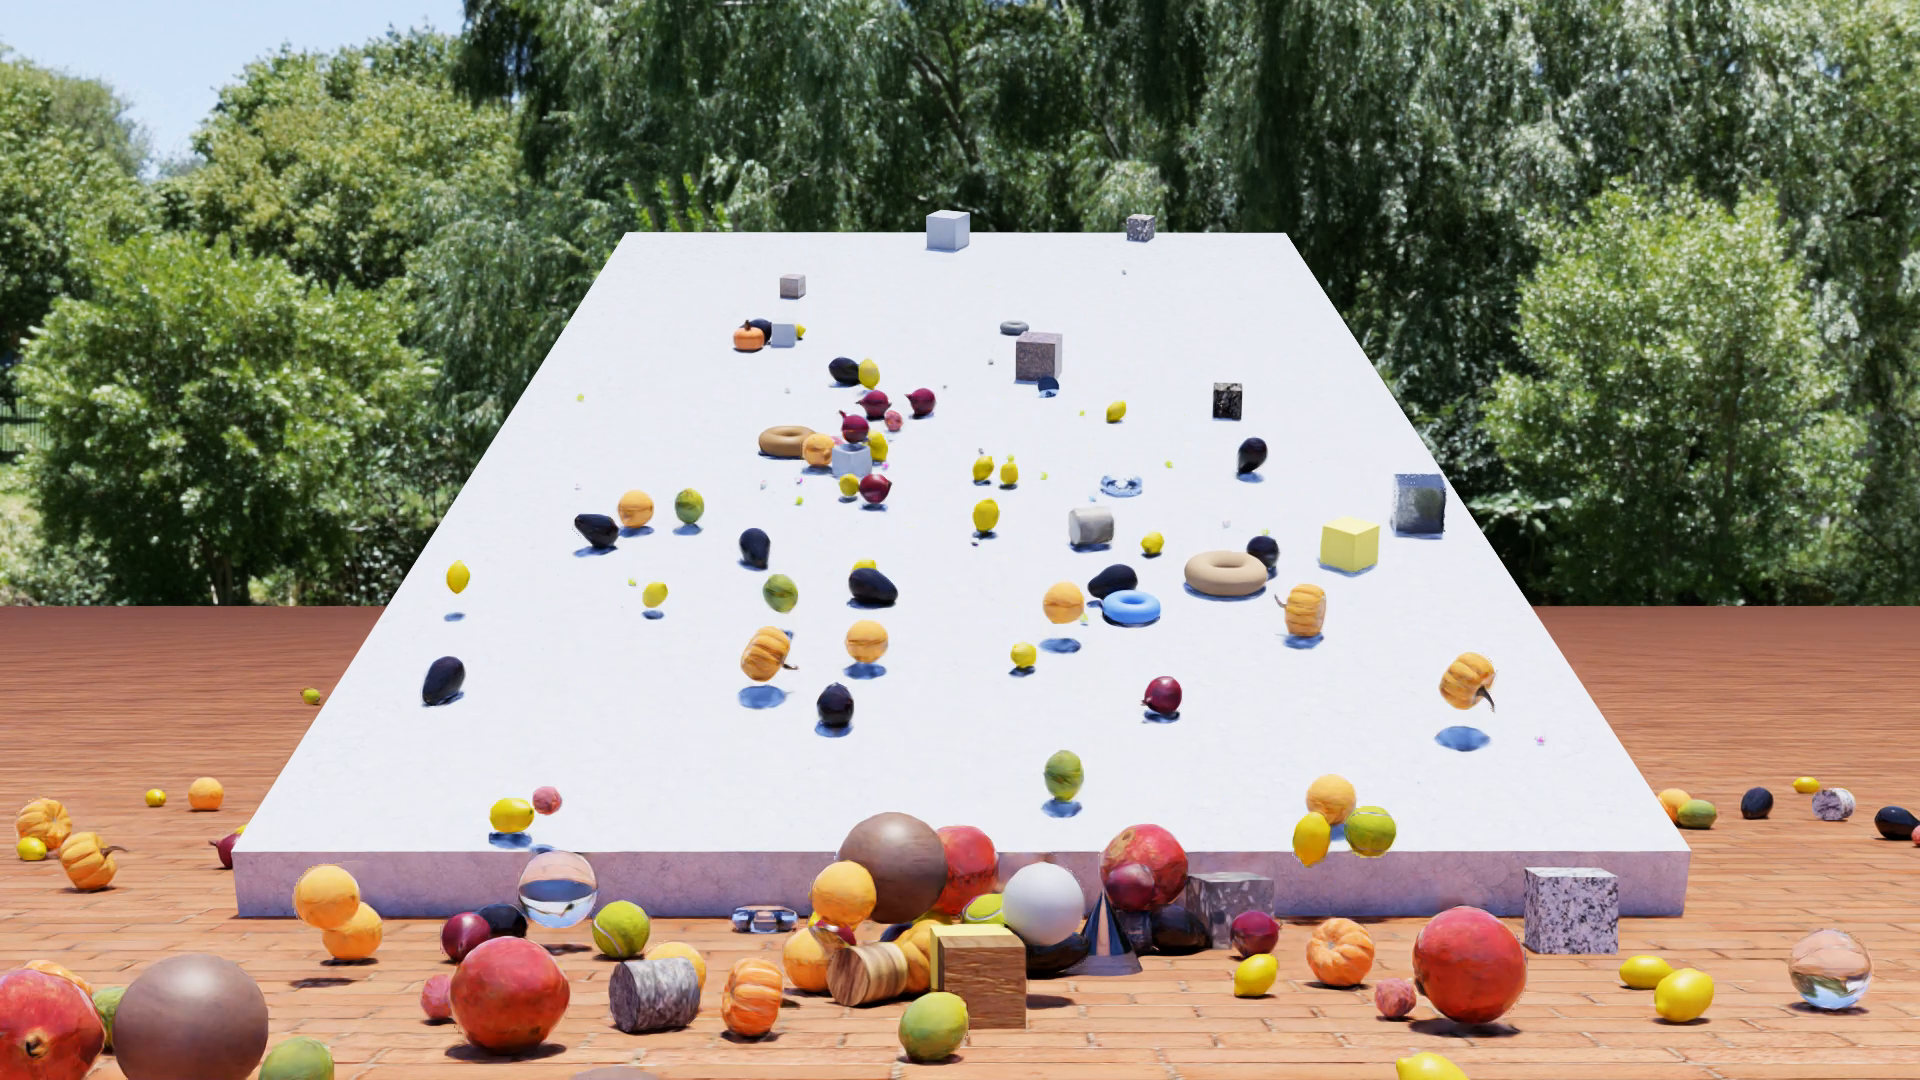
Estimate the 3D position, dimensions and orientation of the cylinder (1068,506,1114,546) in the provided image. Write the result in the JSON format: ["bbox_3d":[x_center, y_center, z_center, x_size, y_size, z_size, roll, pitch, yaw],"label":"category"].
[{"bbox_3d":[0.246,-0.027,4.252,0.069,0.069,0.069,-6,0,-17],"label":"cylinder"}]

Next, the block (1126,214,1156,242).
[{"bbox_3d":[0.542,-0.936,6.782,0.065,0.065,0.065,9,22,24],"label":"block"}]

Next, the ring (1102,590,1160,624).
[{"bbox_3d":[0.296,0.116,3.913,0.102,0.034,0.102,1,20,0],"label":"ring"}]

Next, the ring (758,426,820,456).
[{"bbox_3d":[-0.363,-0.210,4.801,0.130,0.043,0.130,0,19,0],"label":"ring"}]

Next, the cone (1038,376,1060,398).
[{"bbox_3d":[0.201,-0.347,5.213,0.050,0.050,0.050,0,-7,-5],"label":"cone"}]

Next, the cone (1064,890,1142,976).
[{"bbox_3d":[0.169,0.461,2.678,0.095,0.095,0.095,0,-2,0],"label":"cone"}]

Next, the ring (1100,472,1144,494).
[{"bbox_3d":[0.326,-0.114,4.557,0.087,0.029,0.087,1,19,0],"label":"ring"}]

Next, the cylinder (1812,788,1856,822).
[{"bbox_3d":[1.734,0.525,4.495,0.062,0.062,0.062,-1,-2,45],"label":"cylinder"}]

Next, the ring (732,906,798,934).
[{"bbox_3d":[-0.259,0.502,2.999,0.088,0.029,0.088,1,-2,0],"label":"ring"}]

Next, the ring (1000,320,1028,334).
[{"bbox_3d":[0.138,-0.538,5.739,0.075,0.025,0.075,1,19,0],"label":"ring"}]

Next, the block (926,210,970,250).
[{"bbox_3d":[-0.035,-0.913,6.672,0.095,0.095,0.095,9,22,24],"label":"block"}]

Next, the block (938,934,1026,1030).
[{"bbox_3d":[0.022,0.458,2.346,0.084,0.084,0.084,0,-2,-5],"label":"block"}]

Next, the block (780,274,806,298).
[{"bbox_3d":[-0.450,-0.684,6.097,0.054,0.054,0.054,7,21,17],"label":"block"}]

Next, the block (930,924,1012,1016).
[{"bbox_3d":[0.012,0.460,2.429,0.083,0.083,0.083,0,-2,-5],"label":"block"}]

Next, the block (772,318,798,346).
[{"bbox_3d":[-0.436,-0.517,5.628,0.057,0.057,0.057,1,20,2],"label":"block"}]

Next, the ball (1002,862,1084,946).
[{"bbox_3d":[0.090,0.397,2.464,0.090,0.090,0.090,0,-2,0],"label":"ball"}]

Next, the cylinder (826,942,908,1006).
[{"bbox_3d":[-0.101,0.471,2.460,0.063,0.063,0.063,-1,-2,42],"label":"cylinder"}]

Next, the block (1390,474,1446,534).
[{"bbox_3d":[0.880,-0.070,4.348,0.090,0.090,0.090,2,20,4],"label":"block"}]

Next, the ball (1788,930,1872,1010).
[{"bbox_3d":[0.931,0.459,2.423,0.084,0.084,0.084,0,-2,0],"label":"ball"}]

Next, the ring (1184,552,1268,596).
[{"bbox_3d":[0.475,0.059,4.048,0.149,0.050,0.149,0,19,0],"label":"ring"}]

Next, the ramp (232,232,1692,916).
[{"bbox_3d":[-0.005,-0.205,4.999,2.000,0.100,4.000,0,20,0],"label":"ramp"}]

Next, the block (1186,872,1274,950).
[{"bbox_3d":[0.344,0.471,2.882,0.084,0.084,0.084,0,-2,-18],"label":"block"}]

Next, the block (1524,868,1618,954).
[{"bbox_3d":[0.766,0.465,2.839,0.096,0.096,0.096,0,-2,3],"label":"block"}]

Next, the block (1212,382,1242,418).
[{"bbox_3d":[0.597,-0.312,5.055,0.064,0.064,0.064,2,20,5],"label":"block"}]

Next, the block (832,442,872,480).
[{"bbox_3d":[-0.222,-0.162,4.645,0.058,0.058,0.058,18,27,41],"label":"block"}]

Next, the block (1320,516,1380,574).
[{"bbox_3d":[0.715,0.008,4.153,0.075,0.075,0.075,-18,27,-41],"label":"block"}]

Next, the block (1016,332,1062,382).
[{"bbox_3d":[0.187,-0.432,5.343,0.094,0.094,0.094,5,20,12],"label":"block"}]

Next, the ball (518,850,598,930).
[{"bbox_3d":[-0.503,0.437,2.834,0.098,0.098,0.098,0,-2,0],"label":"ball"}]
